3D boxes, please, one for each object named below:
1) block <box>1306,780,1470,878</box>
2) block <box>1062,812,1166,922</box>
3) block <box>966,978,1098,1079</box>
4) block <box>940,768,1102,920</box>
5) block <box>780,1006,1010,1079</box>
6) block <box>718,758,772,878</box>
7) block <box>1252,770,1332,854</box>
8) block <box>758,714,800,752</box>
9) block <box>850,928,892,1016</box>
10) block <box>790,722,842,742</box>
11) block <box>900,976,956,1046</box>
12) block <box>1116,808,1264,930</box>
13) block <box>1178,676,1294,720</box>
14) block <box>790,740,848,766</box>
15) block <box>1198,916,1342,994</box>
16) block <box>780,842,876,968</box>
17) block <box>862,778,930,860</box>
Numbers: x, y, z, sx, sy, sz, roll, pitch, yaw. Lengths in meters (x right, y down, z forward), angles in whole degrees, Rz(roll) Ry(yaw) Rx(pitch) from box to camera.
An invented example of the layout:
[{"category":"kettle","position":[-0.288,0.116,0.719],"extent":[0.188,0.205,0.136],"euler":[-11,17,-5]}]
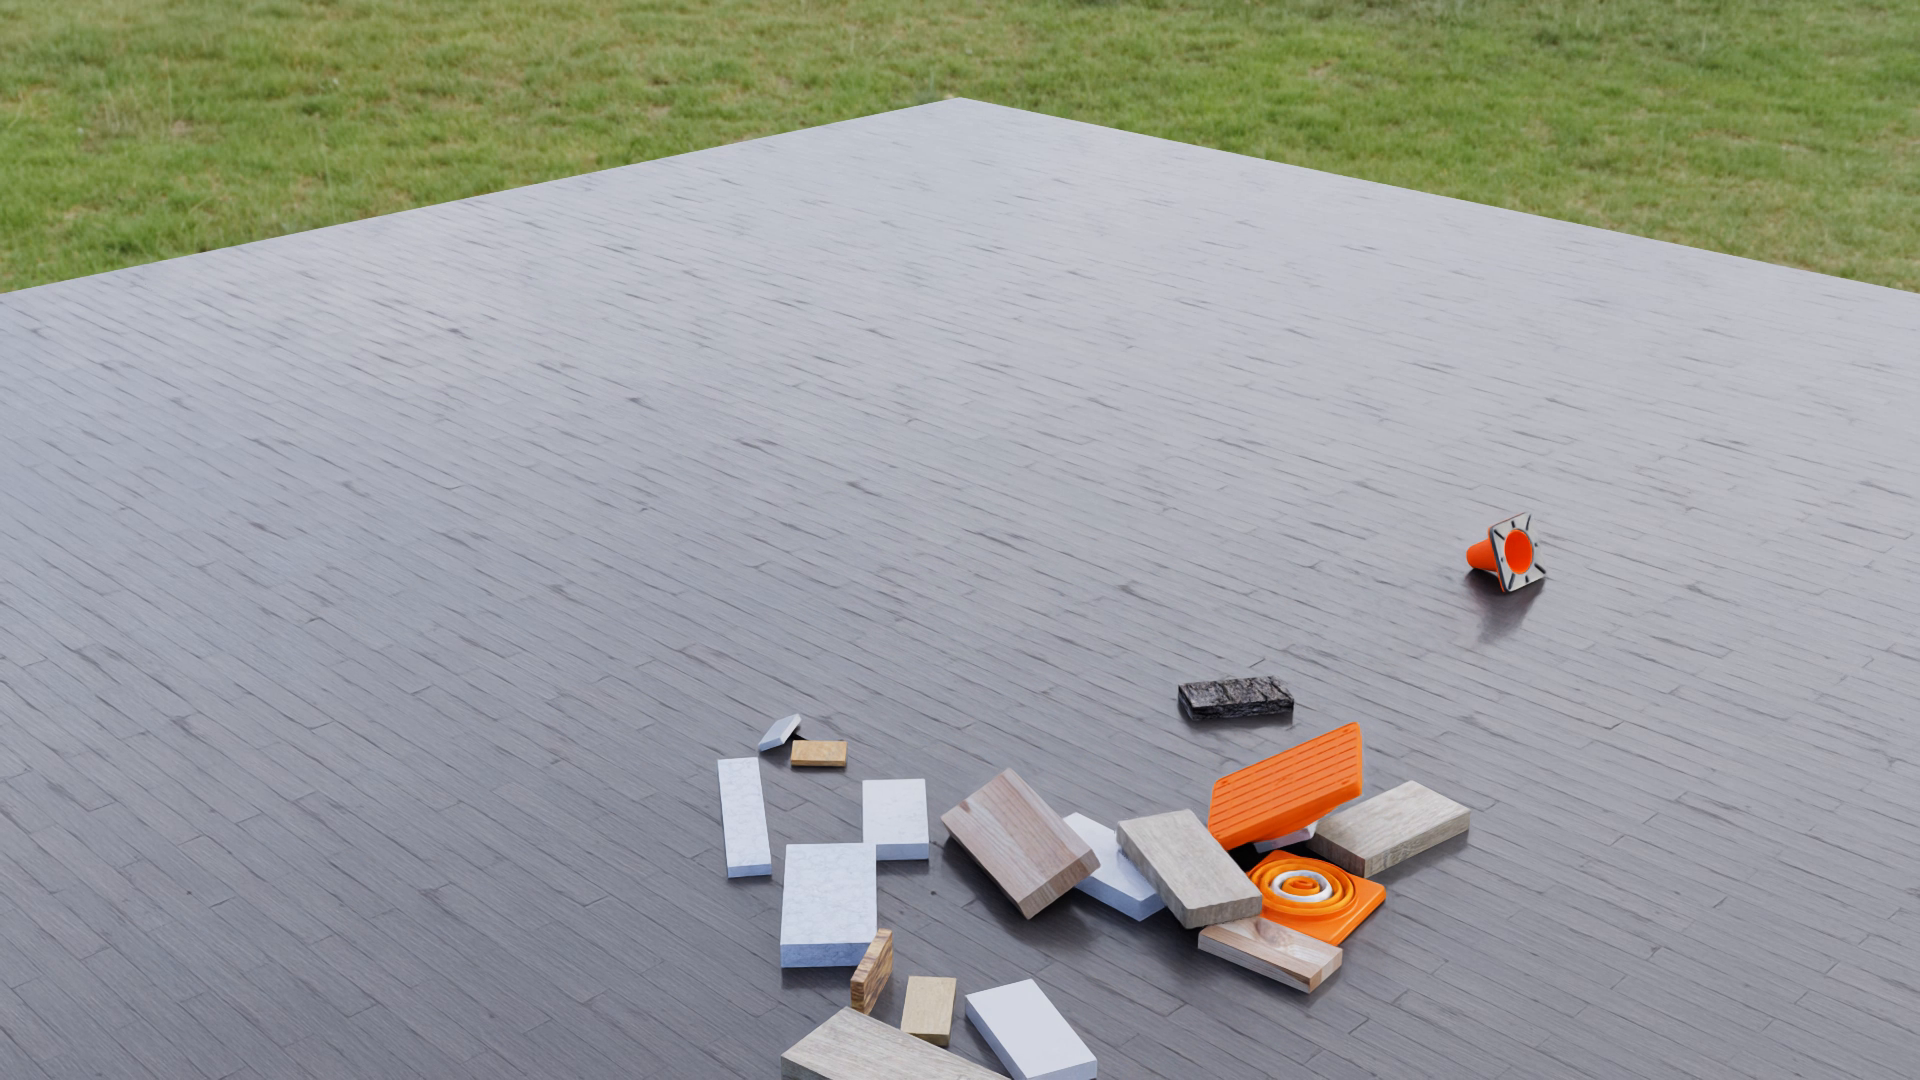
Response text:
[{"category":"block","position":[0.850,0.571,4.358],"extent":[0.308,0.044,0.154],"euler":[-17,28,-35]},{"category":"block","position":[0.282,0.625,4.231],"extent":[0.154,0.044,0.308],"euler":[-21,31,-40]},{"category":"block","position":[0.118,0.841,3.732],"extent":[0.127,0.036,0.255],"euler":[-10,25,-22]},{"category":"block","position":[0.113,0.580,4.238],"extent":[0.172,0.049,0.345],"euler":[-35,32,-10]},{"category":"block","position":[-0.106,0.886,3.610],"extent":[0.345,0.049,0.172],"euler":[16,28,33]},{"category":"block","position":[-0.436,0.553,4.427],"extent":[0.084,0.024,0.430],"euler":[-3,23,-8]},{"category":"block","position":[0.662,0.539,4.384],"extent":[0.116,0.033,0.231],"euler":[-21,14,26]},{"category":"block","position":[-0.388,0.414,4.734],"extent":[0.057,0.016,0.114],"euler":[-20,15,23]},{"category":"block","position":[-0.154,0.762,3.857],"extent":[0.024,0.084,0.167],"euler":[6,24,14]},{"category":"block","position":[-0.312,0.426,4.737],"extent":[0.057,0.016,0.114],"euler":[-21,31,-41]},{"category":"block","position":[-0.054,0.815,3.810],"extent":[0.084,0.024,0.167],"euler":[2,23,4]},{"category":"block","position":[0.429,0.616,4.141],"extent":[0.154,0.044,0.308],"euler":[-7,27,-19]},{"category":"block","position":[0.613,0.351,4.892],"extent":[0.231,0.033,0.116],"euler":[-4,23,-10]},{"category":"block","position":[-0.298,0.451,4.655],"extent":[0.114,0.016,0.057],"euler":[1,41,2]},{"category":"block","position":[0.560,0.739,3.977],"extent":[0.231,0.033,0.116],"euler":[17,28,35]},{"category":"block","position":[-0.242,0.677,4.103],"extent":[0.172,0.049,0.345],"euler":[-1,23,-2]},{"category":"block","position":[-0.130,0.558,4.400],"extent":[0.127,0.036,0.255],"euler":[-1,23,-2]}]
